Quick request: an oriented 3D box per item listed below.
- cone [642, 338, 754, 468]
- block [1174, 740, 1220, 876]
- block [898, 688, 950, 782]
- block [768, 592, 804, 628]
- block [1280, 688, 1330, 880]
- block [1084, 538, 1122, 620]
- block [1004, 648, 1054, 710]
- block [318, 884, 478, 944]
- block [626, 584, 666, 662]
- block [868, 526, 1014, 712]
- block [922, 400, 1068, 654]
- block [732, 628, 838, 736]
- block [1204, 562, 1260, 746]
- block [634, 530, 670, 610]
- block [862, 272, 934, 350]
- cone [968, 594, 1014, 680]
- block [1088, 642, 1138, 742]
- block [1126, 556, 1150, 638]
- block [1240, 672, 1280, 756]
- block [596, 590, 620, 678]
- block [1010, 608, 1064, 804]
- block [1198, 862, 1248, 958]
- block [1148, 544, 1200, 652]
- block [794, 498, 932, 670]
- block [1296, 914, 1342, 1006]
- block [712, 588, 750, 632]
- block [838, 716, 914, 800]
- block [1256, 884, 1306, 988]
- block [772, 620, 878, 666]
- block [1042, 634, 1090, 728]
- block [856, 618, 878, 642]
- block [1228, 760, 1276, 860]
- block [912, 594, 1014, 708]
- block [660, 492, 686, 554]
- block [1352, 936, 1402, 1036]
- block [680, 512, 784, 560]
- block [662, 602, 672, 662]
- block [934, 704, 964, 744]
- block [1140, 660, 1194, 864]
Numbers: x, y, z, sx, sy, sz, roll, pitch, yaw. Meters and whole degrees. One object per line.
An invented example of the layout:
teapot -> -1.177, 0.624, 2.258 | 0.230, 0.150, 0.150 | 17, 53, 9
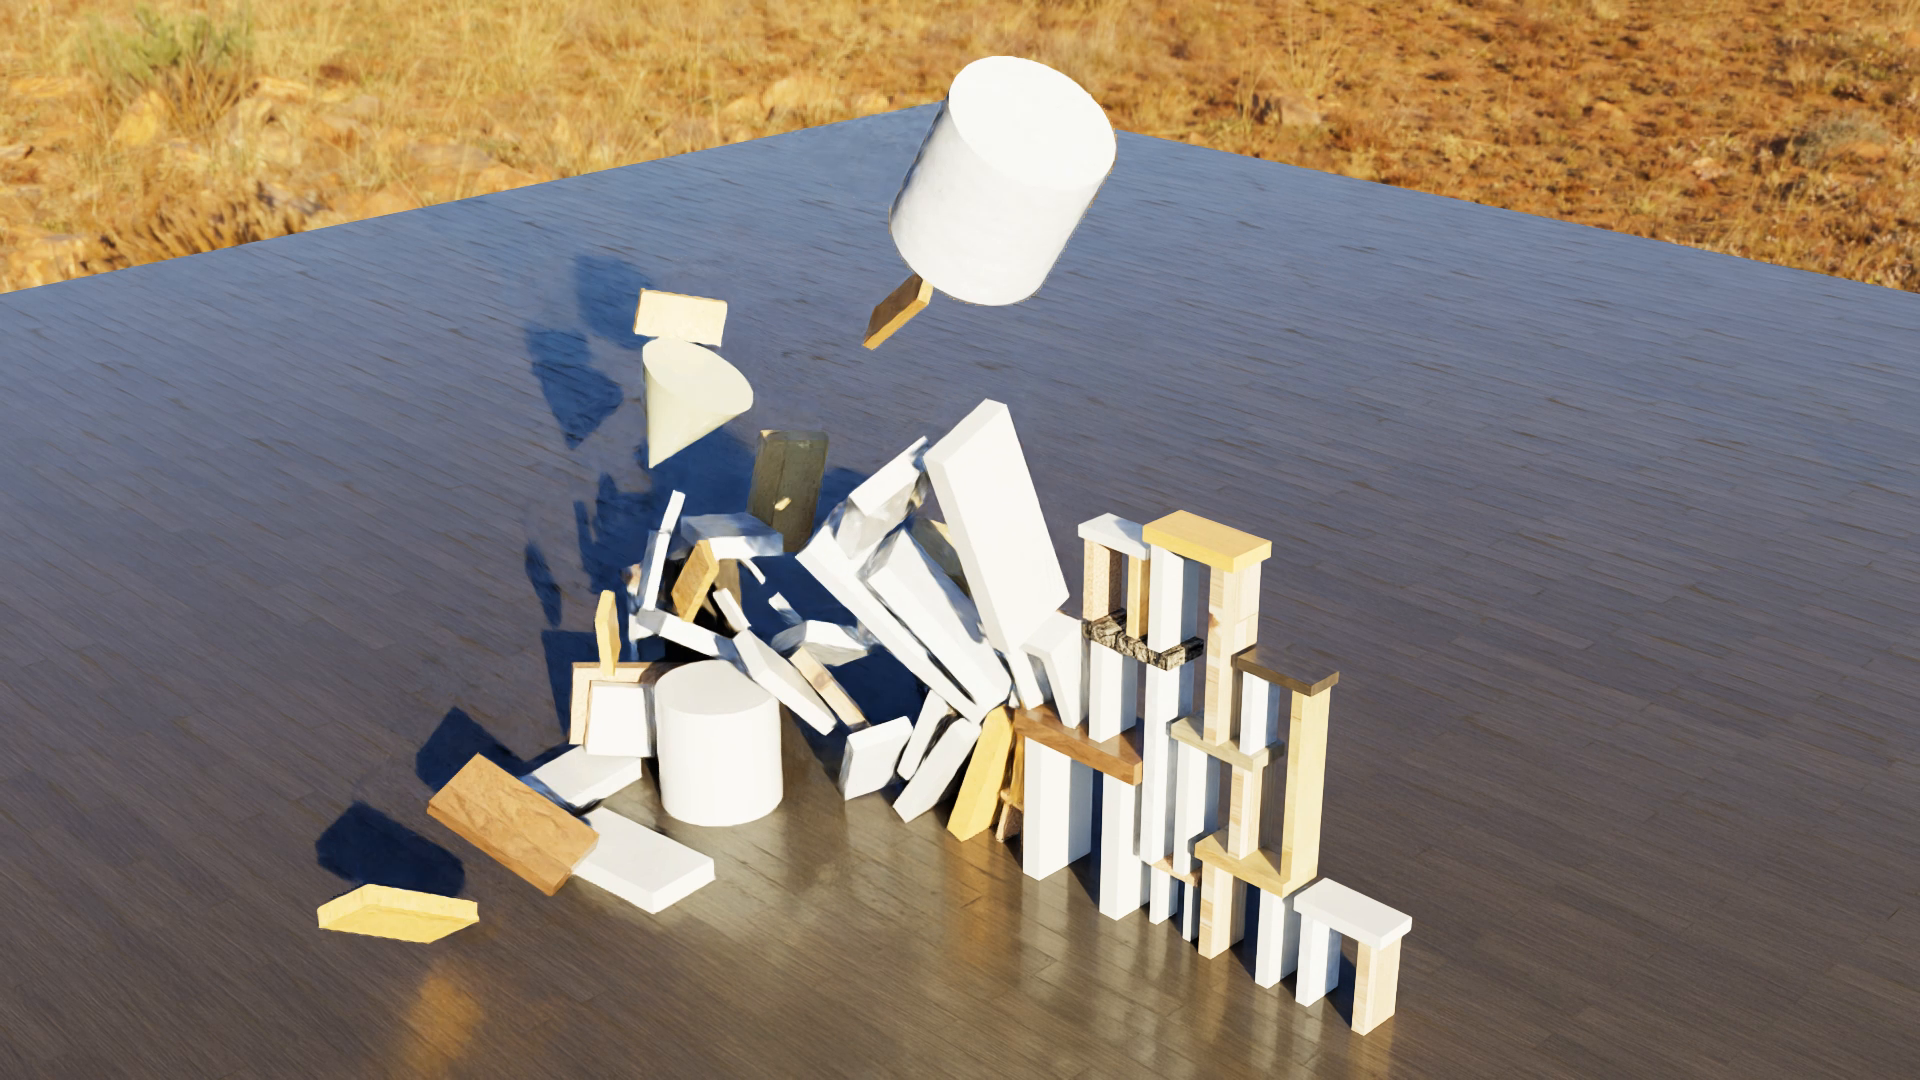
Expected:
cone -> -0.631, -0.258, 4.849 | 0.265, 0.265, 0.265 | 24, 29, -14
block -> 0.428, 0.469, 3.964 | 0.091, 0.267, 0.026 | -21, 31, -41
block -> -0.039, 0.356, 4.349 | 0.036, 0.253, 0.126 | 36, 39, 19
block -> -0.379, 0.161, 4.831 | 0.014, 0.097, 0.049 | -40, 3, 17
block -> 0.591, 0.410, 3.764 | 0.022, 0.361, 0.077 | 21, 31, 41
block -> 0.259, 0.061, 3.973 | 0.022, 0.156, 0.078 | 21, 31, 41
block -> 0.138, 0.226, 4.105 | 0.090, 0.180, 0.025 | -26, 34, -8
block -> -0.980, 0.655, 3.845 | 0.126, 0.036, 0.252 | -26, -28, 26
block -> -0.715, 0.182, 5.073 | 0.029, 0.202, 0.101 | 21, 31, 41
block -> -0.028, 0.147, 4.123 | 0.048, 0.340, 0.170 | -36, 14, 23
block -> 0.068, -0.019, 3.877 | 0.048, 0.446, 0.170 | 20, 52, 40
block -> -0.349, 0.285, 4.406 | 0.036, 0.252, 0.126 | -40, 45, 6
block -> 0.469, 0.187, 3.792 | 0.100, 0.334, 0.028 | -22, 31, -40
block -> -0.652, 0.063, 4.656 | 0.023, 0.162, 0.081 | 12, 1, -22
block -> -0.132, -0.517, 4.863 | 0.027, 0.097, 0.304 | 24, -24, -18
cone -> 0.132, 0.182, 4.514 | 0.202, 0.202, 0.202 | 13, 7, 29
block -> 0.281, 0.262, 4.024 | 0.028, 0.198, 0.099 | 21, 31, 41
block -> 0.332, 0.090, 3.906 | 0.078, 0.156, 0.022 | -21, 31, -41
block -> 0.518, 0.287, 3.789 | 0.077, 0.154, 0.022 | -22, 31, -40
block -> -0.691, 0.185, 4.322 | 0.023, 0.162, 0.081 | 4, 46, 1
block -> 0.147, 0.319, 4.208 | 0.021, 0.398, 0.074 | 26, 33, 35
block -> 0.477, 0.651, 3.977 | 0.028, 0.194, 0.097 | 21, 31, 41
block -> 0.376, 0.088, 3.853 | 0.100, 0.200, 0.028 | -21, 31, -41
block -> -0.154, 0.084, 4.169 | 0.044, 0.310, 0.155 | -34, 15, 47
block -> 0.629, 0.717, 3.842 | 0.025, 0.179, 0.090 | 21, 31, 41
block -> -0.494, 0.150, 4.741 | 0.014, 0.097, 0.049 | -37, 12, -33
block -> -0.171, 0.440, 4.418 | 0.126, 0.253, 0.036 | -17, 65, -17
block -> 0.569, 0.687, 3.893 | 0.028, 0.194, 0.097 | 21, 31, 41
block -> -0.290, 0.221, 4.682 | 0.154, 0.044, 0.309 | 10, -11, -17
block -> 0.206, 0.251, 4.046 | 0.026, 0.180, 0.090 | 17, 50, 37
block -> -0.142, 0.116, 4.617 | 0.155, 0.044, 0.338 | 2, 26, -7
block -> 0.514, 0.463, 3.868 | 0.026, 0.182, 0.091 | 21, 31, 41
block -> 0.021, 0.251, 4.716 | 0.243, 0.243, 0.243 | -15, 44, -4
block -> -0.664, -0.008, 4.959 | 0.027, 0.097, 0.194 | 17, 46, -5
block -> 0.714, 0.750, 3.764 | 0.025, 0.179, 0.090 | 21, 31, 41
block -> -0.500, -0.010, 4.785 | 0.154, 0.044, 0.361 | -4, 9, -17
block -> -0.620, 0.219, 4.986 | 0.029, 0.202, 0.101 | 21, 31, 41
block -> 0.001, 0.337, 4.318 | 0.021, 0.148, 0.074 | 36, 38, 20
block -> 0.375, 0.391, 3.977 | 0.099, 0.399, 0.028 | -21, 31, -41
